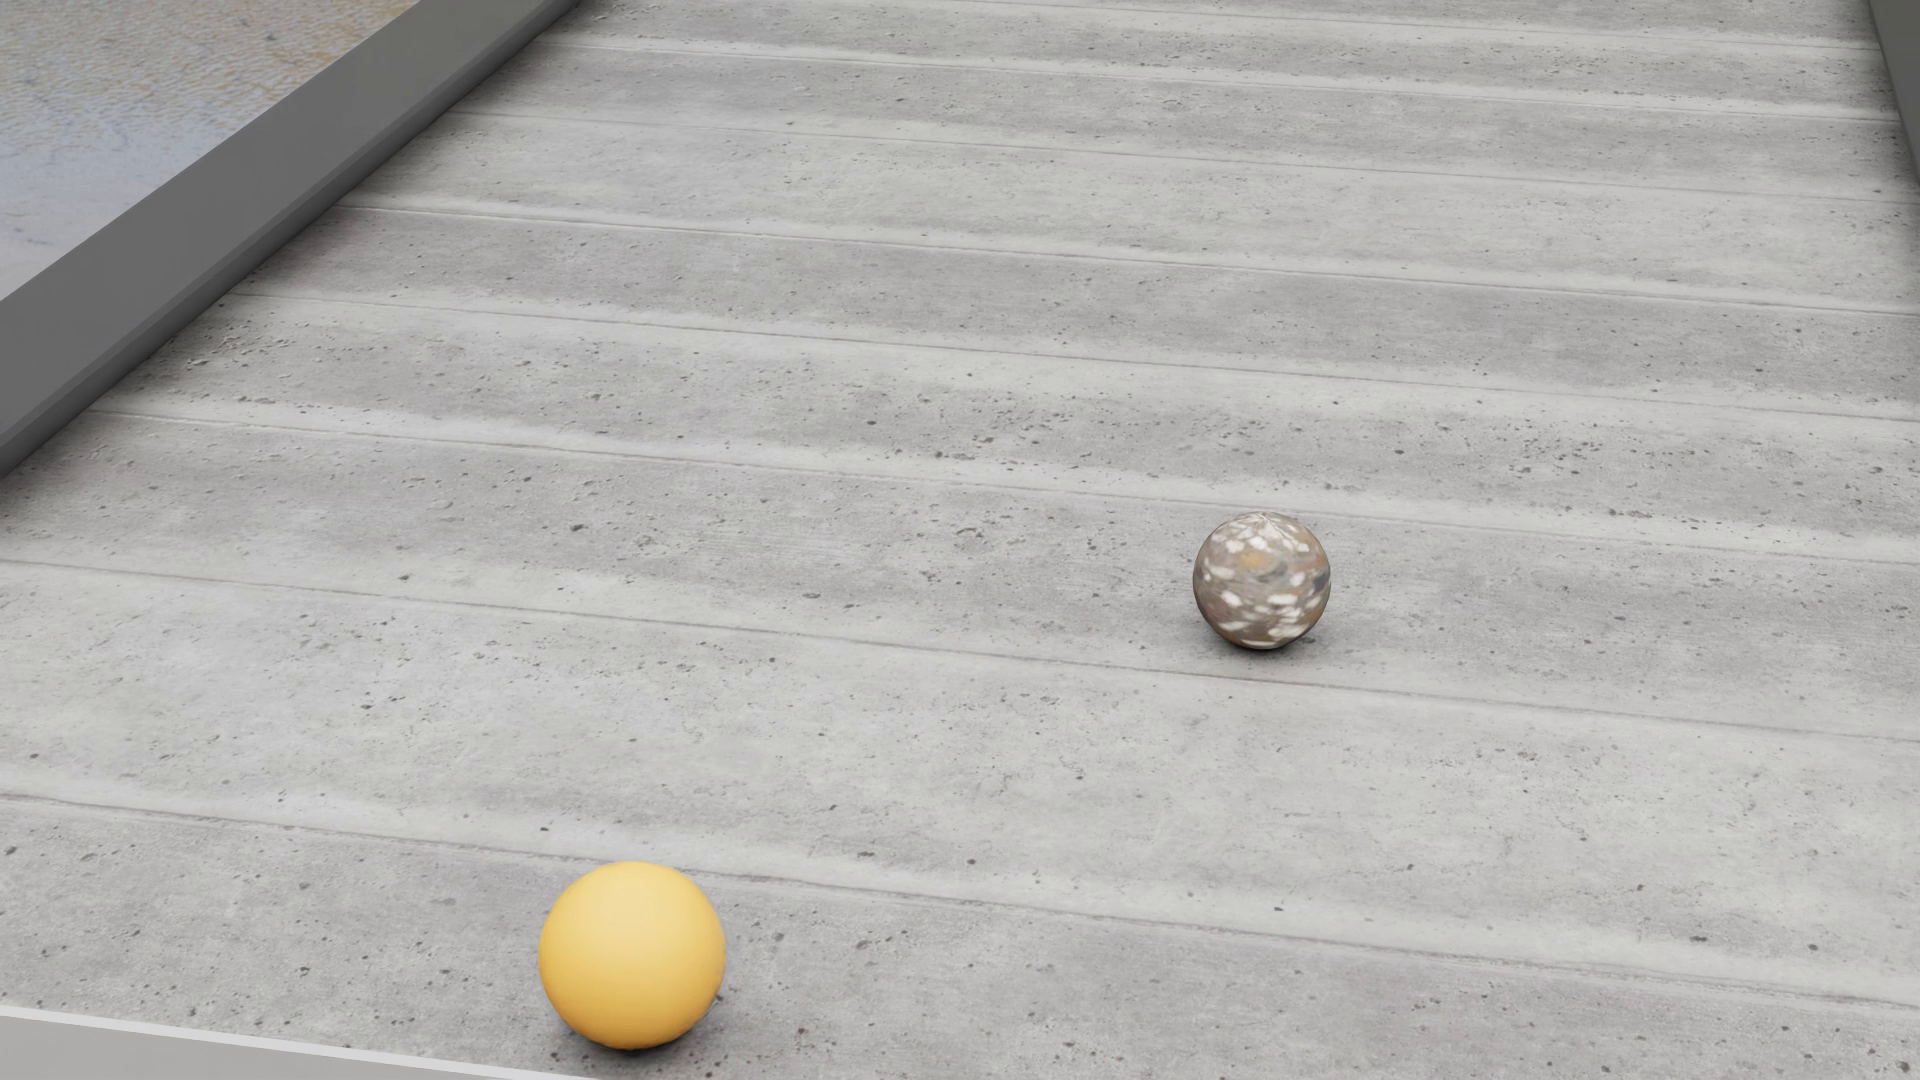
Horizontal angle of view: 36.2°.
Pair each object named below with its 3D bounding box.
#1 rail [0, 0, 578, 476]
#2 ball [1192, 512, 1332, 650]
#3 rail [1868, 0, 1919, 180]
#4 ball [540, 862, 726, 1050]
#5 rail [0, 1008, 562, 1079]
[{"bbox_3d":[-0.522,-0.367,2.600,0.045,0.118,2.796,5,26,10],"label":"rail"},{"bbox_3d":[0.186,0.025,1.818,0.086,0.086,0.086,0,25,0],"label":"ball"},{"bbox_3d":[0.802,-0.251,2.356,0.045,0.118,2.796,5,26,10],"label":"rail"},{"bbox_3d":[-0.160,0.203,1.438,0.091,0.091,0.091,0,25,0],"label":"ball"},{"bbox_3d":[-0.135,0.270,1.263,1.398,0.118,0.045,5,26,10],"label":"rail"}]
